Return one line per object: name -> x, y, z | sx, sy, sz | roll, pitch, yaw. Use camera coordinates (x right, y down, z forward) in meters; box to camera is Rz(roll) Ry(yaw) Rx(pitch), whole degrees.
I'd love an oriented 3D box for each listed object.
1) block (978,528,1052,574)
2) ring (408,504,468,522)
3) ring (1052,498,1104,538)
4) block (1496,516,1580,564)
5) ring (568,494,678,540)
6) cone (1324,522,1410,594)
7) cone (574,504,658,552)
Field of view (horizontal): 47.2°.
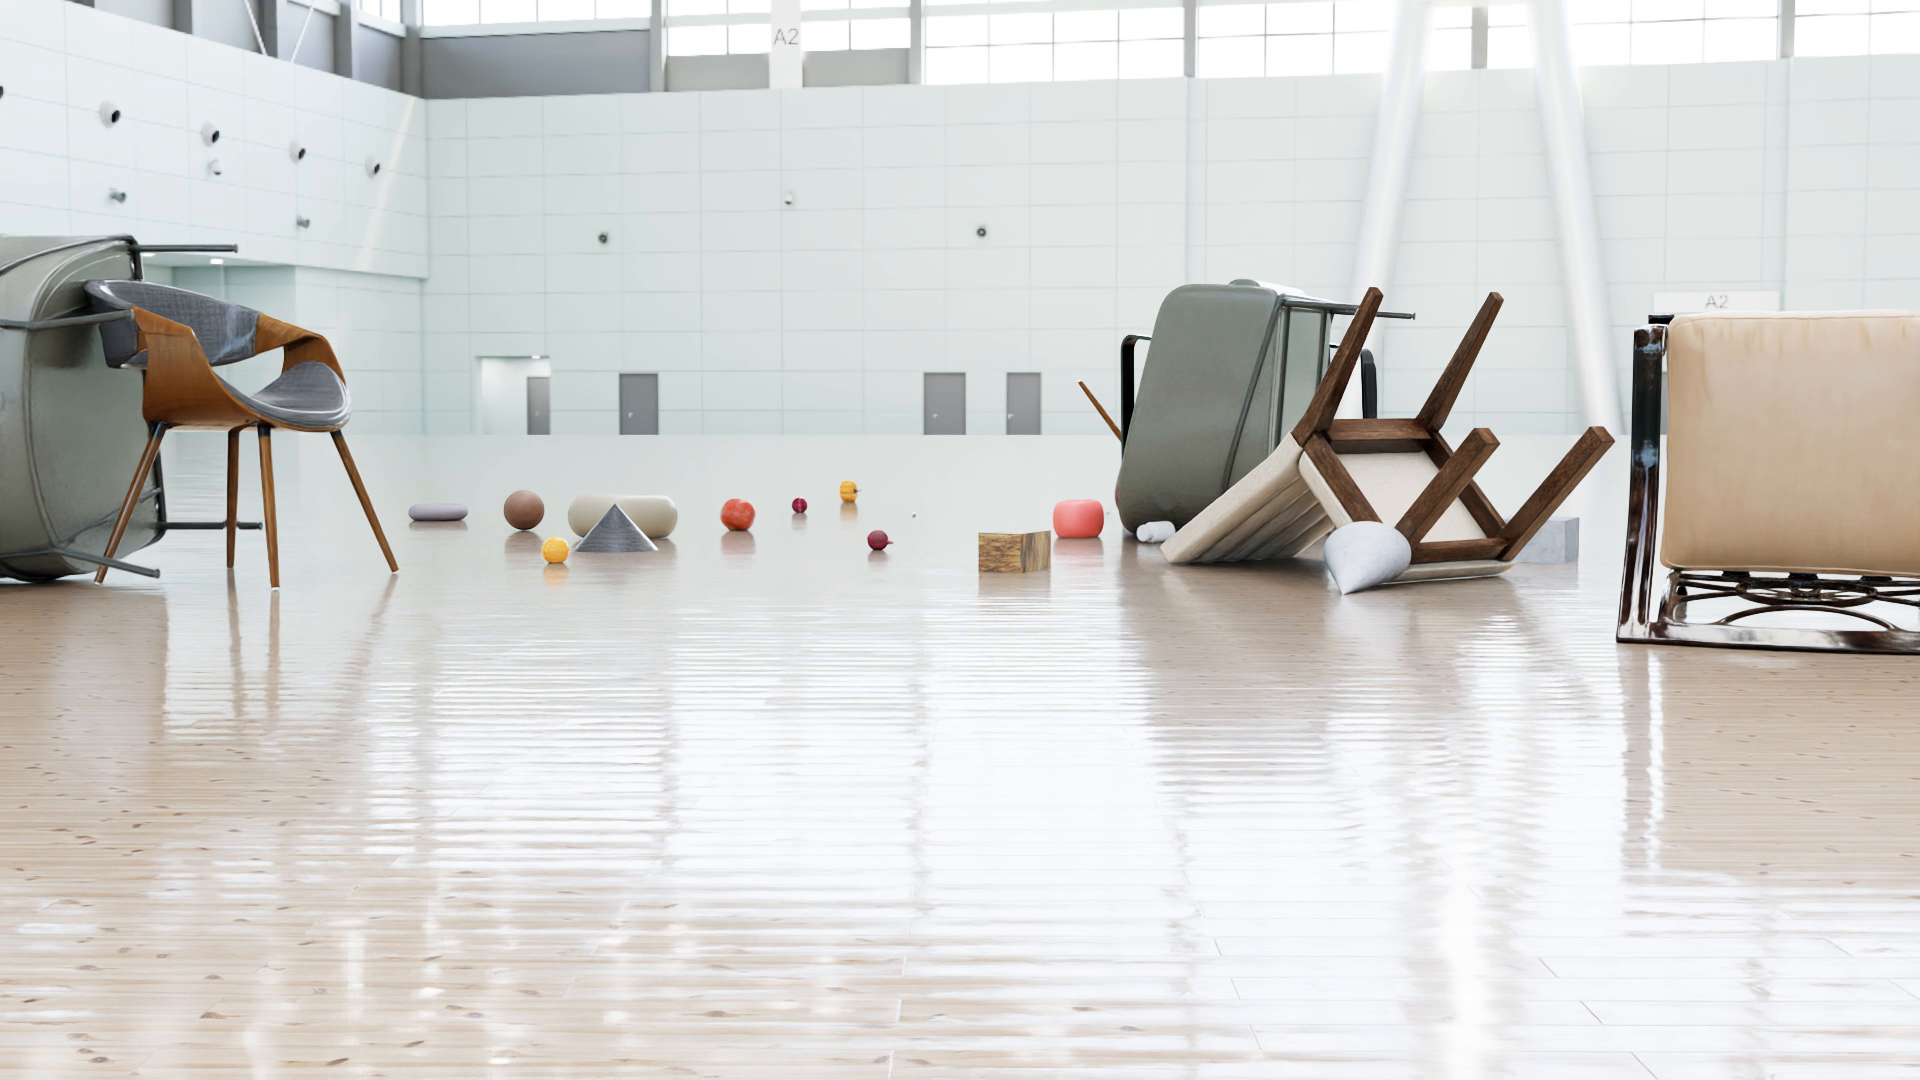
block -> 0.136, 0.026, 5.459 | 0.116, 0.096, 0.173 | 2, 4, 28
ring -> -1.791, -0.096, 7.549 | 0.196, 0.055, 0.223 | -4, 5, -39
ring -> 0.362, -0.065, 6.710 | 0.150, 0.111, 0.217 | 0, 5, 23
block -> 1.523, -0.003, 5.795 | 0.177, 0.110, 0.205 | 2, 4, 26
ring -> -1.016, -0.072, 6.631 | 0.330, 0.133, 0.262 | 0, 2, -15
cone -> 0.881, 0.075, 4.904 | 0.203, 0.156, 0.249 | -5, 19, 25
cone -> -0.963, -0.038, 6.147 | 0.236, 0.131, 0.250 | 0, 4, 2
